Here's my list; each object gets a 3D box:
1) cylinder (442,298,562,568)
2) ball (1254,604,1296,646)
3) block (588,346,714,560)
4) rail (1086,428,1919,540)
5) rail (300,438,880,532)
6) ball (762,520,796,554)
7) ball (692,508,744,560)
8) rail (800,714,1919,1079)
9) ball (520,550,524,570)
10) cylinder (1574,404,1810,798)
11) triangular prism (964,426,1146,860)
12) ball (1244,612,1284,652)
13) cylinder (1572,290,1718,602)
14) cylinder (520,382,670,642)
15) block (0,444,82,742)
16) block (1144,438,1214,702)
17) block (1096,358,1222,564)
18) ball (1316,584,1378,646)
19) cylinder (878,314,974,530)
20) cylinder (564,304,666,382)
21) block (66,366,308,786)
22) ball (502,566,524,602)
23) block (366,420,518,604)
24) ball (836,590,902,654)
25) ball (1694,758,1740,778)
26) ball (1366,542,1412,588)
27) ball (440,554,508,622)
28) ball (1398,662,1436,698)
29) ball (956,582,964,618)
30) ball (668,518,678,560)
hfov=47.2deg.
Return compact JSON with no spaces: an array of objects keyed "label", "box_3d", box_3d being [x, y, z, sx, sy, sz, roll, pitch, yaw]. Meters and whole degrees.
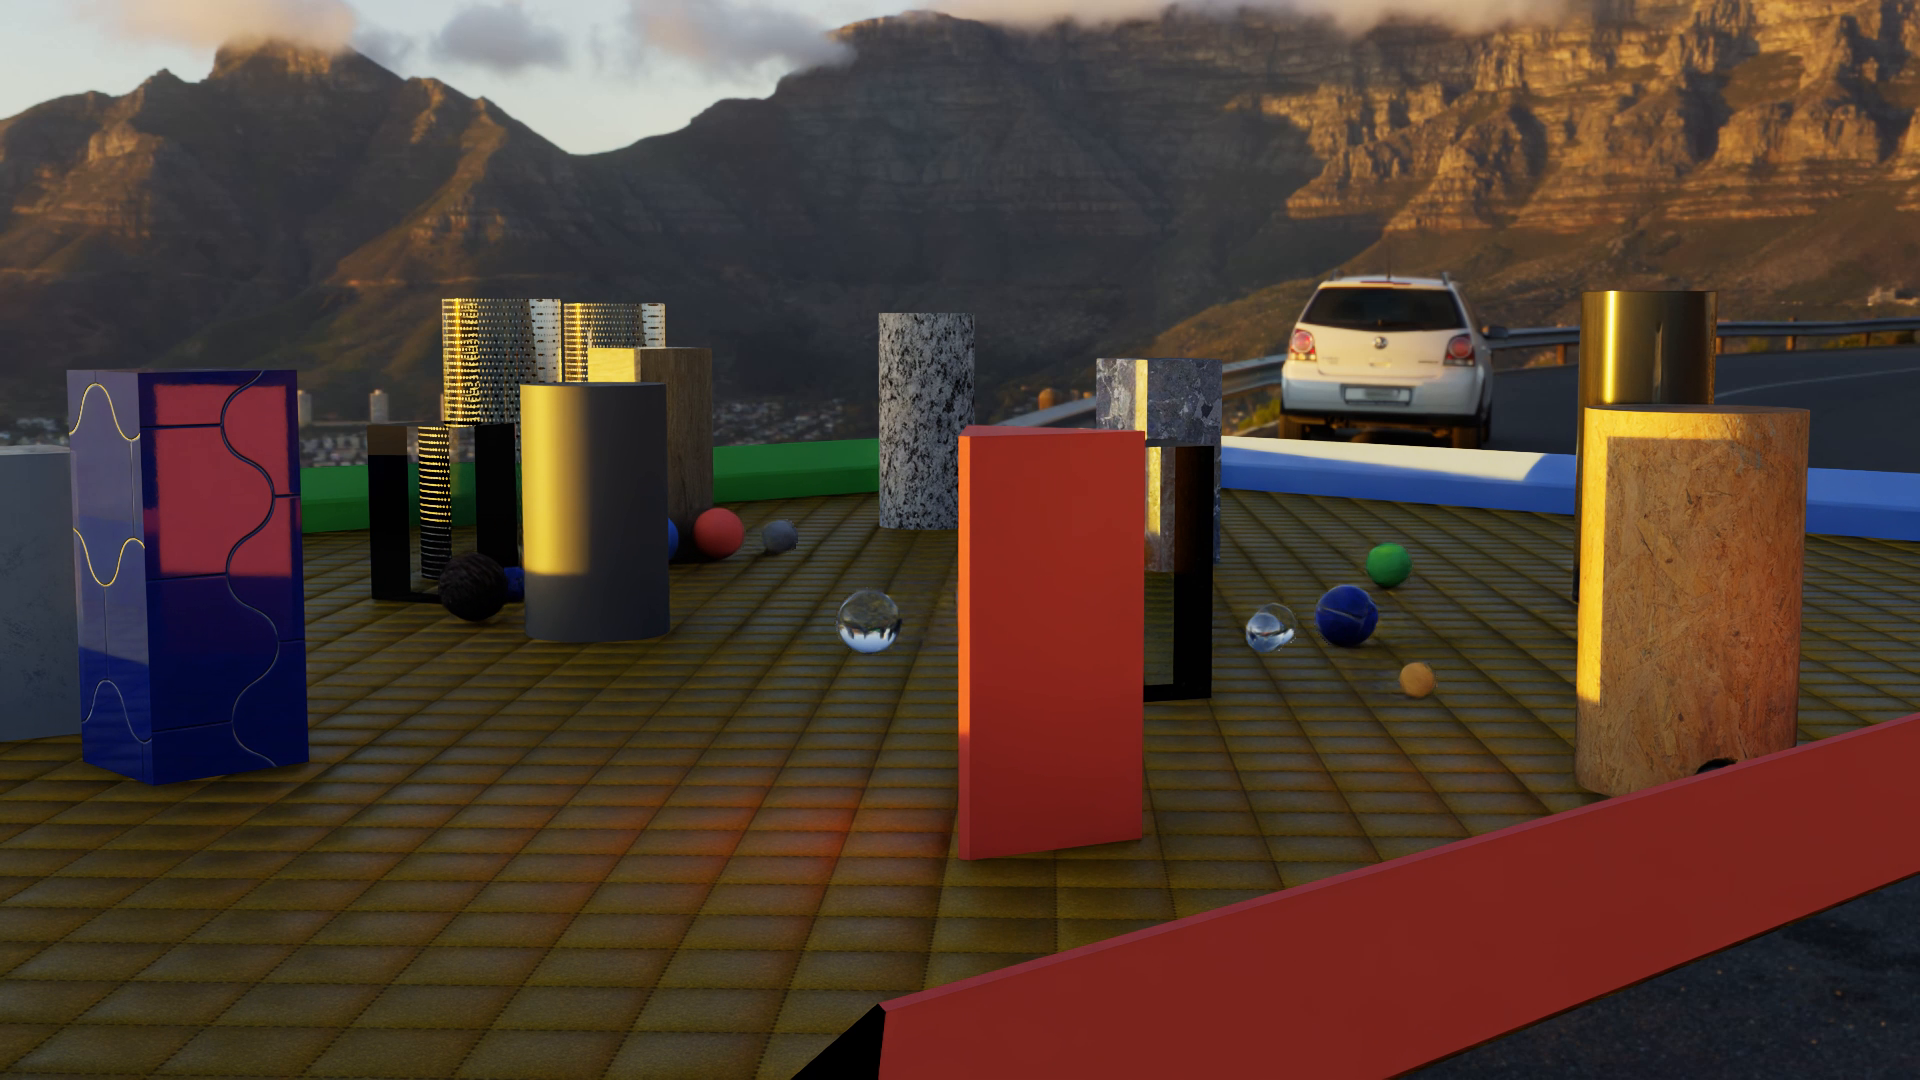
[{"label":"cylinder","box_3d":[-0.781,-0.179,3.765,0.199,0.465,0.199,0,6,0]},{"label":"ball","box_3d":[0.418,0.113,2.928,0.057,0.057,0.057,0,6,0]},{"label":"block","box_3d":[-0.561,-0.160,3.996,0.159,0.377,0.159,-6,8,-44]},{"label":"rail","box_3d":[1.451,-0.105,4.663,0.045,0.129,3.391,-5,8,-42]},{"label":"rail","box_3d":[-1.134,-0.094,4.554,3.995,0.129,0.045,-5,8,-42]},{"label":"ball","box_3d":[-0.333,-0.006,4.041,0.062,0.062,0.062,0,6,0]},{"label":"ball","box_3d":[-0.434,-0.011,3.945,0.092,0.092,0.092,0,6,0]},{"label":"rail","box_3d":[1.134,0.161,2.110,3.995,0.129,0.045,-5,8,-42]},{"label":"ball","box_3d":[-0.652,0.033,3.508,0.095,0.095,0.095,0,6,0]},{"label":"cylinder","box_3d":[0.682,0.054,2.057,0.199,0.354,0.199,0,6,0]},{"label":"triangular prism","box_3d":[0.045,0.078,1.876,0.172,0.345,0.149,-3,7,-27]},{"label":"ball","box_3d":[0.398,0.121,2.877,0.051,0.051,0.051,0,6,0]},{"label":"cylinder","box_3d":[1.044,-0.141,3.358,0.199,0.473,0.199,0,6,0]},{"label":"cylinder","box_3d":[-0.504,-0.043,3.042,0.199,0.344,0.199,0,6,0]},{"label":"block","box_3d":[-1.022,0.053,2.339,0.159,0.297,0.159,-4,7,-36]},{"label":"block","box_3d":[0.188,0.032,2.571,0.159,0.291,0.159,-2,6,-20]},{"label":"block","box_3d":[0.351,-0.141,3.900,0.159,0.360,0.159,-3,7,-29]},{"label":"ball","box_3d":[0.515,0.101,2.928,0.082,0.082,0.082,0,6,0]},{"label":"cylinder","box_3d":[-0.069,-0.250,4.561,0.199,0.440,0.199,0,6,0]},{"label":"cylinder","box_3d":[-0.686,-0.241,4.386,0.199,0.459,0.199,0,6,0]},{"label":"block","box_3d":[-0.757,0.027,2.159,0.159,0.387,0.159,-6,8,-44]},{"label":"ball","box_3d":[-0.687,0.067,3.373,0.056,0.056,0.056,0,6,0]},{"label":"block","box_3d":[-0.806,-0.046,3.431,0.159,0.269,0.159,3,7,26]},{"label":"ball","box_3d":[-0.118,0.106,2.861,0.084,0.084,0.084,0,6,0]},{"label":"ball","box_3d":[0.673,0.219,1.939,0.052,0.052,0.052,0,6,0]},{"label":"ball","box_3d":[0.693,0.040,3.553,0.072,0.072,0.072,0,6,0]},{"label":"ball","box_3d":[-0.700,0.068,3.165,0.097,0.097,0.097,0,6,0]},{"label":"ball","box_3d":[0.527,0.162,2.536,0.041,0.041,0.041,0,6,0]},{"label":"ball","box_3d":[0.026,0.086,3.147,0.066,0.066,0.066,0,6,0]},{"label":"ball","box_3d":[-0.539,-0.002,3.858,0.092,0.092,0.092,0,6,0]}]
